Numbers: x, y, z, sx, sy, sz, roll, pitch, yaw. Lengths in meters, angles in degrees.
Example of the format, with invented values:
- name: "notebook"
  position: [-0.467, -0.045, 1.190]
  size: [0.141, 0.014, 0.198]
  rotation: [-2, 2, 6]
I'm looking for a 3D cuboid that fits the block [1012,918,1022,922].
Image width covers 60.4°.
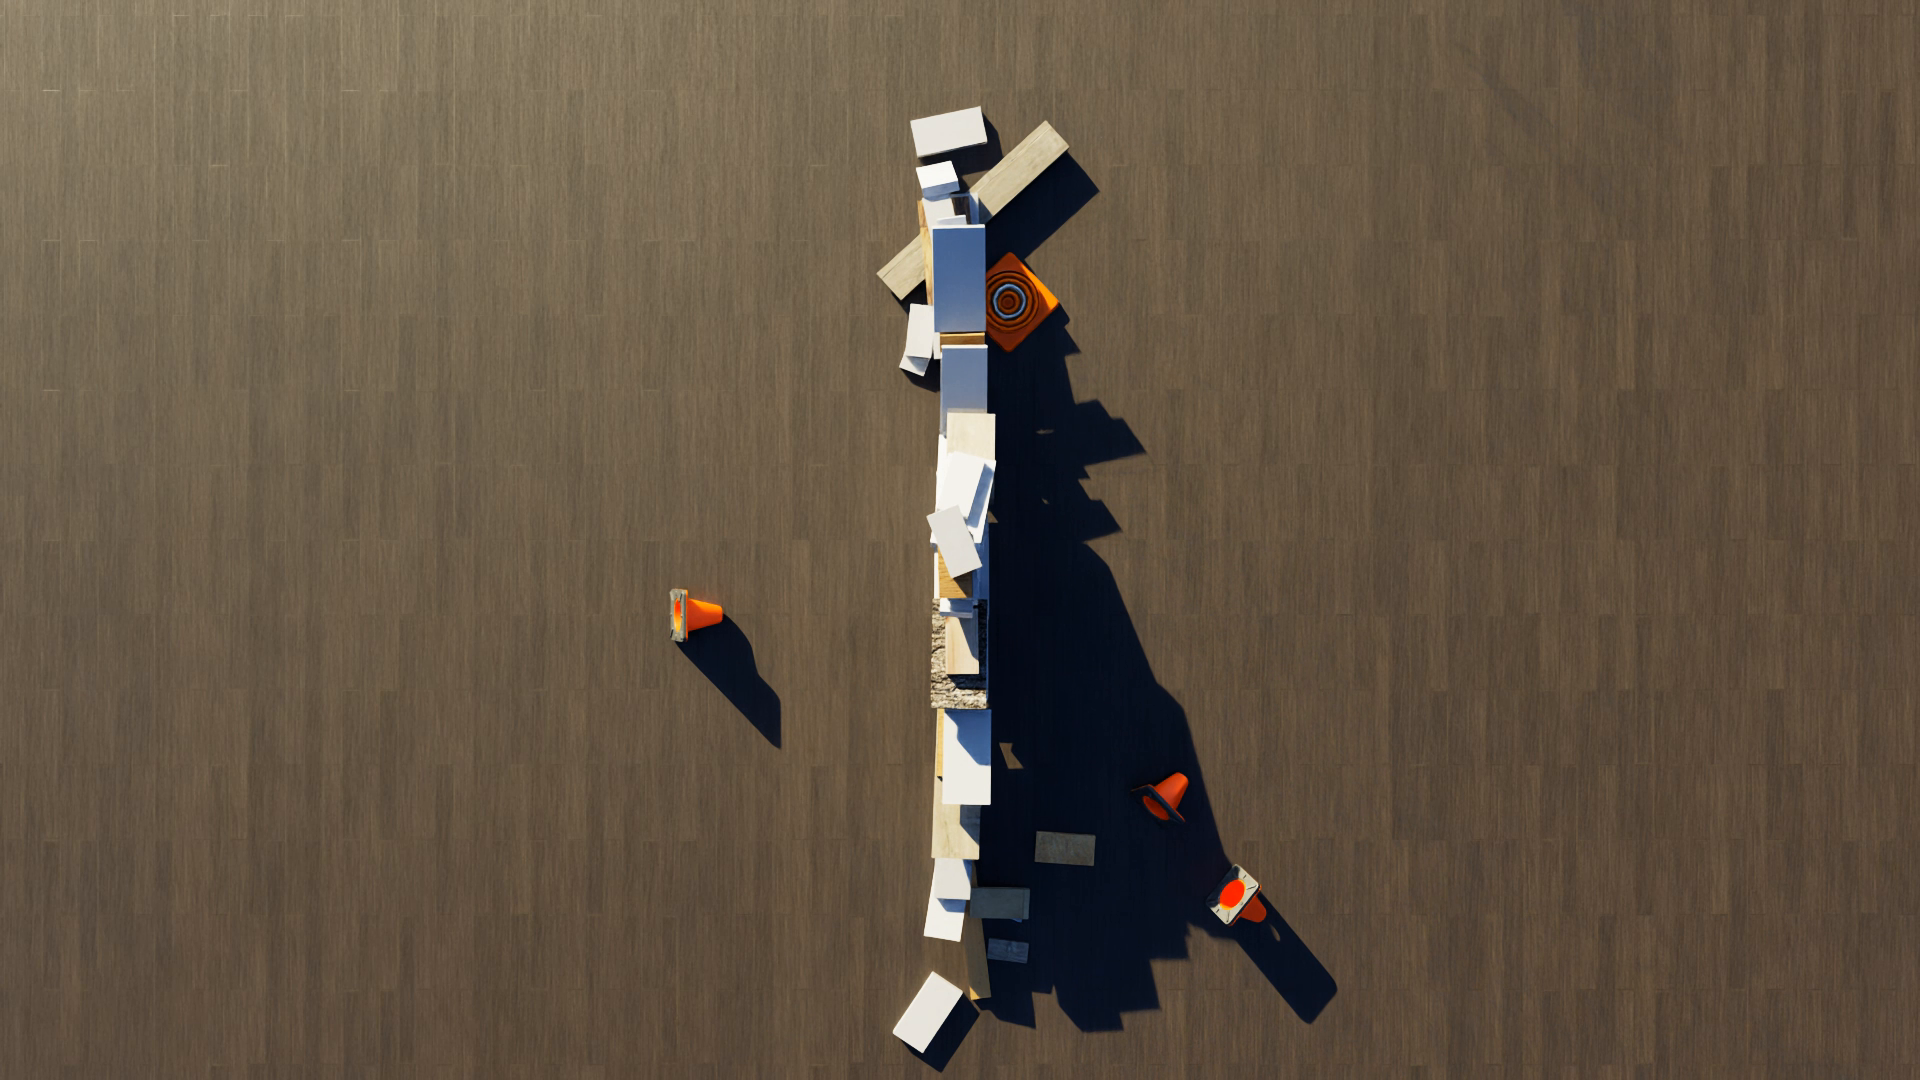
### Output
- name: "block"
  position: [0.153, 1.217, 5.491]
  size: [0.133, 0.019, 0.067]
  rotation: [22, 90, 0]

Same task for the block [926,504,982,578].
- name: "block"
  position: [-0.016, 0.003, 4.978]
  size: [0.101, 0.029, 0.202]
  rotation: [-21, 94, 5]

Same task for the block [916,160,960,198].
- name: "block"
  position: [-0.073, -1.179, 5.389]
  size: [0.118, 0.236, 0.033]
  rotation: [-12, 119, 0]

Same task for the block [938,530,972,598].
- name: "block"
  position: [-0.015, 0.075, 5.014]
  size: [0.101, 0.029, 0.202]
  rotation: [-1, 96, 4]

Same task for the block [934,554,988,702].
- name: "block"
  position: [0.003, 0.266, 5.284]
  size: [0.171, 0.049, 0.499]
  rotation: [0, 71, -1]

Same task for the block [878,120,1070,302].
- name: "block"
  position: [0.043, -1.089, 5.459]
  size: [0.753, 0.033, 0.118]
  rotation: [-42, 90, 0]

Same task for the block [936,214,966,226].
- name: "block"
  position: [-0.017, -0.941, 5.278]
  size: [0.091, 0.026, 0.183]
  rotation: [-8, 110, -1]

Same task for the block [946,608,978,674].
- name: "block"
  position: [0.006, 0.316, 5.143]
  size: [0.101, 0.029, 0.203]
  rotation: [0, 82, -1]

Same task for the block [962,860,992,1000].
- name: "block"
  position: [0.040, 1.273, 5.474]
  size: [0.067, 0.019, 0.504]
  rotation: [-7, 94, 0]

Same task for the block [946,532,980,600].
- name: "block"
  position: [0.001, 0.082, 5.042]
  size: [0.100, 0.028, 0.200]
  rotation: [-5, 95, 4]

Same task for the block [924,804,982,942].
- name: "block"
  position: [-0.022, 1.072, 5.422]
  size: [0.118, 0.034, 0.469]
  rotation: [9, 80, 3]

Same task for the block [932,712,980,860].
- name: "block"
  position: [-0.007, 0.775, 5.302]
  size: [0.149, 0.042, 0.489]
  rotation: [3, 79, -2]

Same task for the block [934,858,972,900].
- name: "block"
  position: [-0.021, 1.046, 5.363]
  size: [0.118, 0.034, 0.237]
  rotation: [3, 94, 2]

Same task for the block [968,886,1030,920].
- name: "block"
  position: [0.130, 1.199, 5.454]
  size: [0.196, 0.028, 0.098]
  rotation: [3, 93, -7]

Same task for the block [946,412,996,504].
- name: "block"
  position: [0.033, -0.260, 5.244]
  size: [0.153, 0.043, 0.305]
  rotation: [2, 64, -1]

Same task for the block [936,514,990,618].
- name: "block"
  position: [0.006, 0.083, 5.295]
  size: [0.171, 0.049, 0.343]
  rotation: [0, 71, -1]

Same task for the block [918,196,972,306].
- name: "block"
  position: [-0.038, -0.941, 5.371]
  size: [0.167, 0.047, 0.334]
  rotation: [-6, 90, 0]

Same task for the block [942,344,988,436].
- name: "block"
  position: [0.015, -0.482, 5.319]
  size: [0.145, 0.041, 0.290]
  rotation: [0, 109, 0]

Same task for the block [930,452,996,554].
- name: "block"
  position: [0.011, -0.113, 5.127]
  size: [0.153, 0.043, 0.305]
  rotation: [10, 69, 2]

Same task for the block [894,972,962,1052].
- name: "block"
  position: [-0.107, 1.570, 5.483]
  size: [0.118, 0.034, 0.237]
  rotation: [34, 90, 0]

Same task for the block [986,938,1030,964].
- name: "block"
  position: [0.160, 1.366, 5.491]
  size: [0.133, 0.019, 0.067]
  rotation: [7, 90, 0]

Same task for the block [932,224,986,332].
- name: "block"
  position: [-0.003, -0.835, 5.279]
  size: [0.167, 0.047, 0.334]
  rotation: [-2, 110, -3]

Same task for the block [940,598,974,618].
- name: "block"
  position: [-0.005, 0.147, 5.114]
  size: [0.101, 0.029, 0.203]
  rotation: [4, 54, 1]

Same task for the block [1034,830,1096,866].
- name: "block"
  position: [0.349, 1.025, 5.486]
  size: [0.196, 0.028, 0.098]
  rotation: [4, 90, 0]

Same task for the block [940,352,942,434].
- name: "block"
  position: [0.007, -0.474, 5.403]
  size: [0.145, 0.041, 0.290]
  rotation: [1, 123, -1]

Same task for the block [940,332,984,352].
- name: "block"
  position: [0.009, -0.548, 5.403]
  size: [0.145, 0.041, 0.290]
  rotation: [-1, 123, 0]

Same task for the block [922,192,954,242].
- name: "block"
  position: [-0.058, -1.017, 5.309]
  size: [0.091, 0.026, 0.183]
  rotation: [-12, 90, 0]

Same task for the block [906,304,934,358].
- name: "block"
  position: [-0.130, -0.692, 5.464]
  size: [0.086, 0.024, 0.171]
  rotation: [6, 90, 0]

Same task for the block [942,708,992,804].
- name: "block"
  position: [0.021, 0.688, 5.233]
  size: [0.149, 0.042, 0.299]
  rotation: [1, 80, -2]

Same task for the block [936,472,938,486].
- name: "block"
  position: [-0.014, -0.099, 5.382]
  size: [0.126, 0.036, 0.251]
  rotation: [0, 109, 0]

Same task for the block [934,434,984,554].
- name: "block"
  position: [0.002, -0.147, 5.248]
  size: [0.153, 0.043, 0.444]
  rotation: [2, 54, 0]

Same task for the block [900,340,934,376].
- name: "block"
  position: [-0.131, -0.639, 5.488]
  size: [0.086, 0.024, 0.171]
  rotation: [21, 90, 0]

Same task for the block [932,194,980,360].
- name: "block"
  position: [-0.013, -0.864, 5.420]
  size: [0.167, 0.047, 0.535]
  rotation: [-3, 90, 0]

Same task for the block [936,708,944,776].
- name: "block"
  position: [0.005, 0.609, 5.289]
  size: [0.149, 0.042, 0.299]
  rotation: [2, 80, -2]

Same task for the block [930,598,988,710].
- name: "block"
  position: [-0.003, 0.358, 5.176]
  size: [0.171, 0.049, 0.343]
  rotation: [1, 82, -1]

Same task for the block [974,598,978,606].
- name: "block"
  position: [0.004, 0.112, 5.174]
  size: [0.101, 0.029, 0.203]
  rotation: [0, 54, -2]

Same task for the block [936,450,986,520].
- name: "block"
  position: [0.003, -0.170, 5.110]
  size: [0.101, 0.029, 0.202]
  rotation: [15, 69, 4]

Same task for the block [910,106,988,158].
- name: "block"
  position: [-0.037, -1.355, 5.483]
  size: [0.236, 0.033, 0.118]
  rotation: [-12, 90, 0]
